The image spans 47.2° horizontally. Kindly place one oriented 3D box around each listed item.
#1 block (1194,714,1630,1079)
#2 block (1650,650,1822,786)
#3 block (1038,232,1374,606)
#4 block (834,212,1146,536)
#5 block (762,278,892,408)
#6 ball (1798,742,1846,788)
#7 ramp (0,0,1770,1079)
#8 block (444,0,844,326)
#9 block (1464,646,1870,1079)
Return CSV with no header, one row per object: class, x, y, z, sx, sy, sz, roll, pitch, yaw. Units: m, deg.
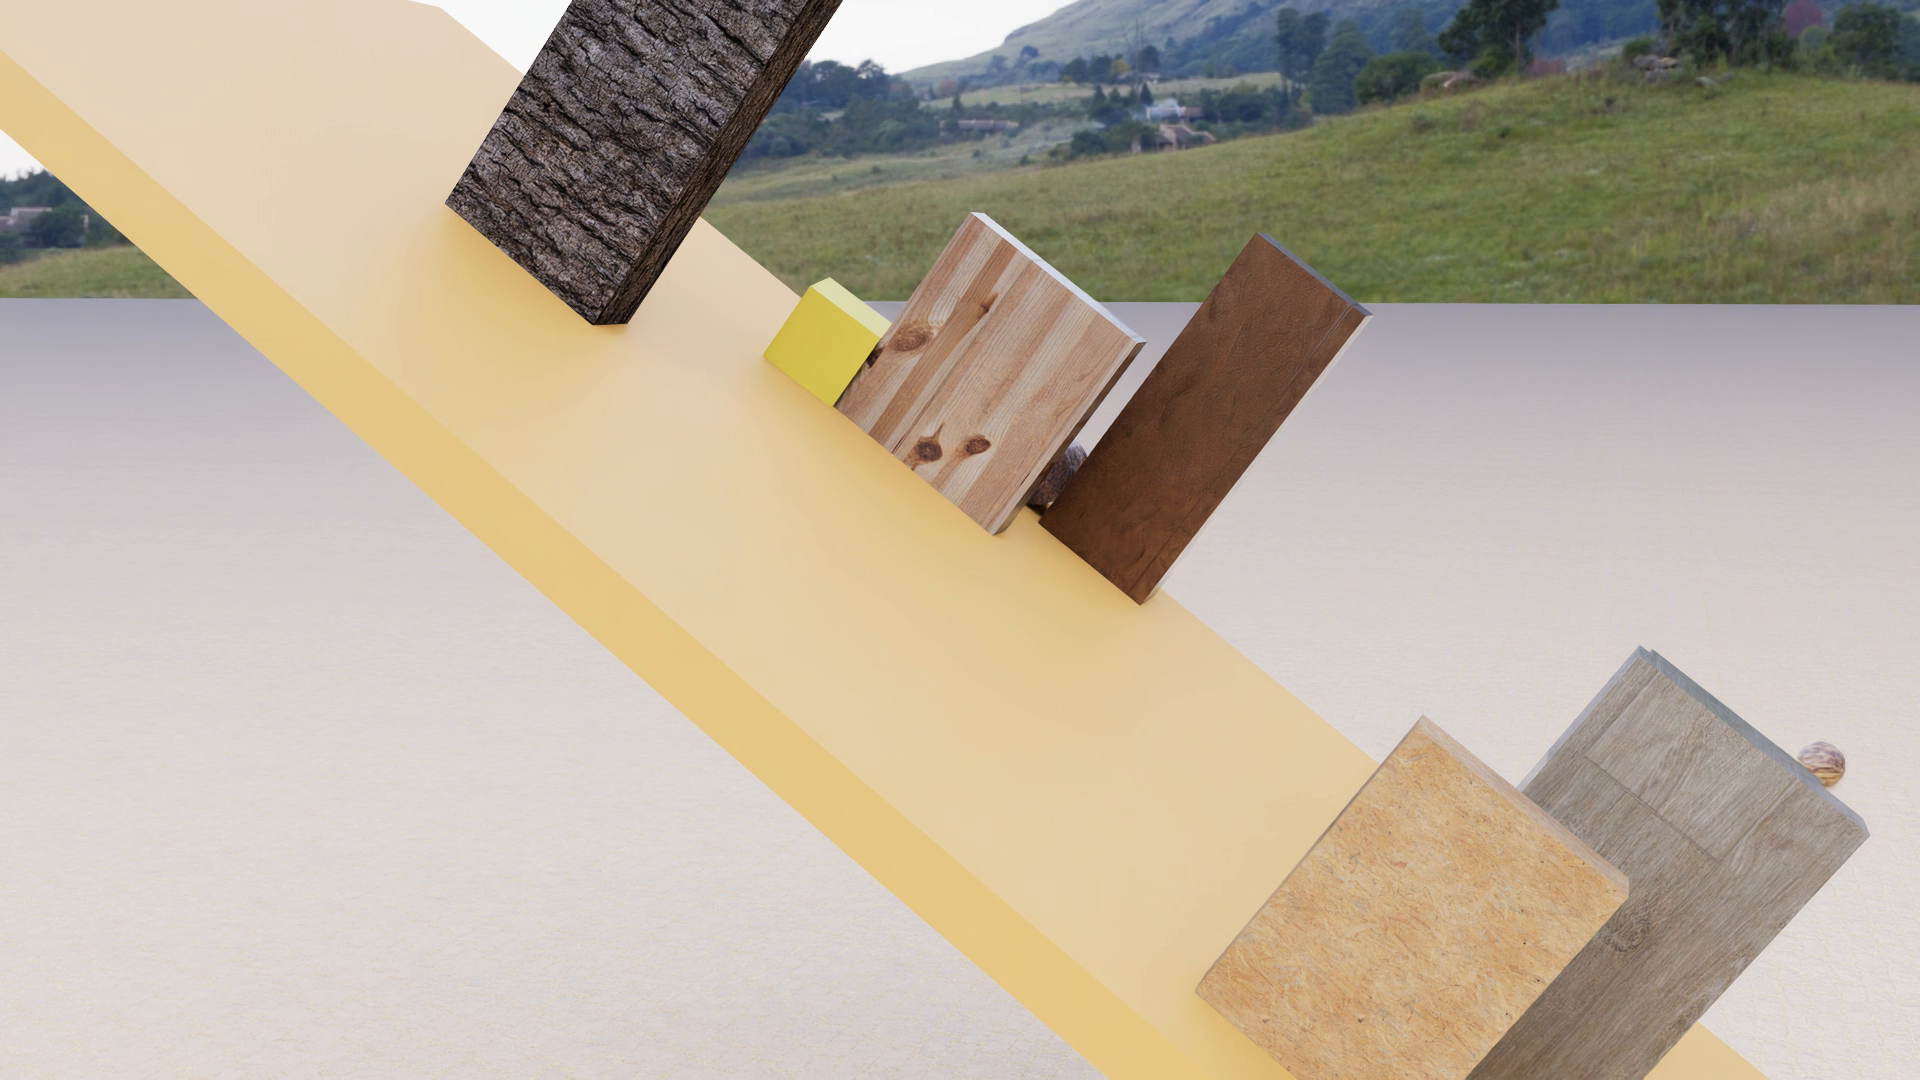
block,0.634,0.561,3.113,0.359,0.508,0.097,39,16,9
block,1.170,0.571,3.939,0.363,0.662,0.127,39,16,9
block,0.522,-0.256,4.712,0.286,0.778,0.144,39,16,9
block,0.058,-0.338,4.485,0.430,0.493,0.095,39,16,9
block,-0.270,-0.414,4.589,0.179,0.179,0.179,37,16,0
ball,3.112,0.812,7.947,0.166,0.166,0.166,0,7,0
ramp,-0.052,0.112,4.064,4.000,0.100,2.000,39,16,9
block,-0.577,-0.801,4.003,0.371,0.741,0.147,39,16,9
block,0.979,0.577,3.396,0.414,0.727,0.108,39,16,9
